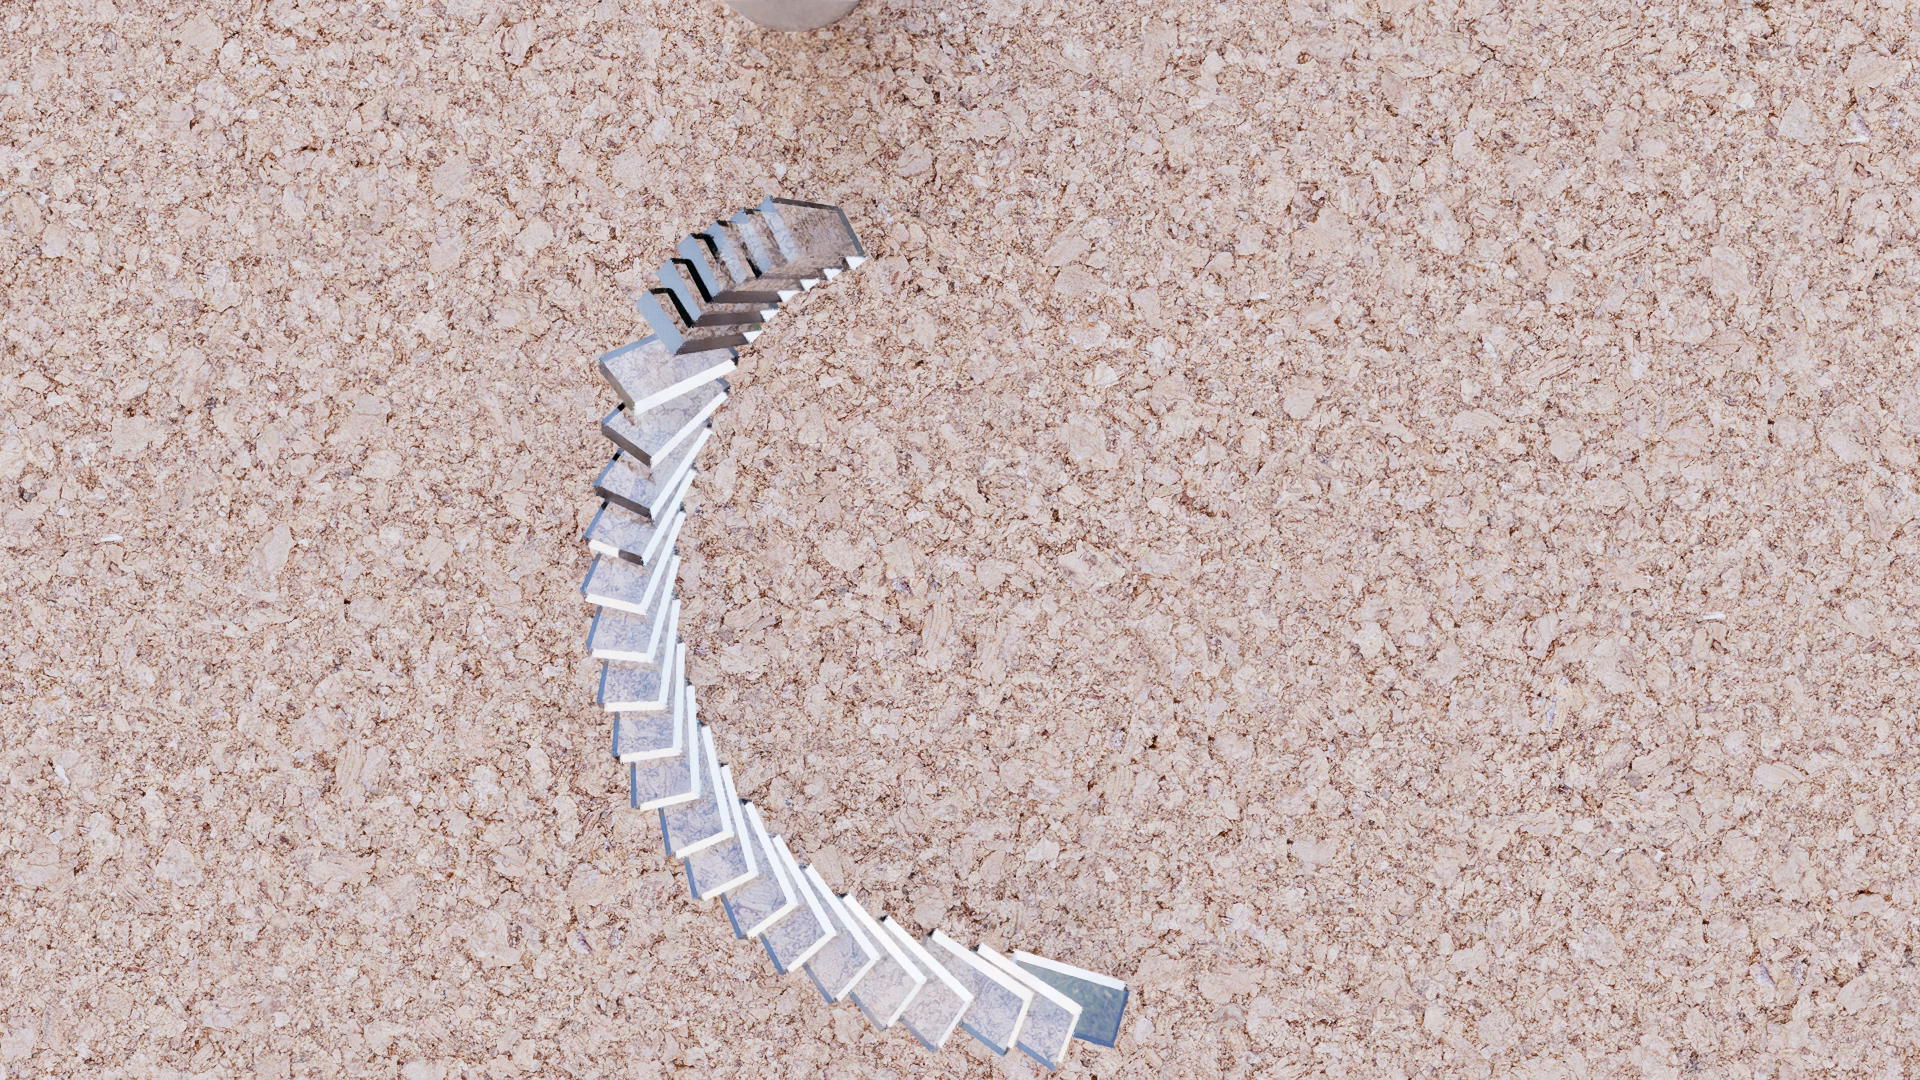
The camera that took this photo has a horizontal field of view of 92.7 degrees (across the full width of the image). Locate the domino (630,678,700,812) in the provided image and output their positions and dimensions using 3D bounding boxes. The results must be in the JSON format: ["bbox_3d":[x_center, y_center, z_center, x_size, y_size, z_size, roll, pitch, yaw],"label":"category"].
[{"bbox_3d":[-0.124,0.085,0.383,0.025,0.010,0.050,-13,60,0],"label":"domino"}]

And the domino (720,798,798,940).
[{"bbox_3d":[-0.090,0.137,0.383,0.025,0.009,0.050,-35,60,0],"label":"domino"}]

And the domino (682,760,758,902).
[{"bbox_3d":[-0.104,0.121,0.383,0.025,0.010,0.050,-26,60,0],"label":"domino"}]

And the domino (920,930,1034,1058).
[{"bbox_3d":[0.003,0.189,0.384,0.050,0.009,0.025,22,92,28],"label":"domino"}]

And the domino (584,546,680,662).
[{"bbox_3d":[-0.136,0.025,0.383,0.025,0.010,0.050,5,60,0],"label":"domino"}]

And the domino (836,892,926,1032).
[{"bbox_3d":[-0.040,0.176,0.384,0.050,0.010,0.025,37,90,28],"label":"domino"}]

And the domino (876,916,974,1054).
[{"bbox_3d":[-0.021,0.185,0.384,0.050,0.009,0.025,33,90,28],"label":"domino"}]

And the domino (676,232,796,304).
[{"bbox_3d":[-0.090,-0.111,0.376,0.010,0.050,0.025,-28,90,30],"label":"domino"}]

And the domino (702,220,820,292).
[{"bbox_3d":[-0.080,-0.116,0.376,0.009,0.050,0.025,-28,90,30],"label":"domino"}]

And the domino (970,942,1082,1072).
[{"bbox_3d":[0.023,0.194,0.383,0.050,0.010,0.025,21,92,28],"label":"domino"}]

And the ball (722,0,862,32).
[{"bbox_3d":[-0.068,-0.245,0.360,0.080,0.080,0.080,0,90,0],"label":"ball"}]

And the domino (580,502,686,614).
[{"bbox_3d":[-0.136,0.004,0.383,0.025,0.009,0.050,13,60,0],"label":"domino"}]

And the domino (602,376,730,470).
[{"bbox_3d":[-0.122,-0.055,0.382,0.025,0.010,0.050,35,57,0],"label":"domino"}]

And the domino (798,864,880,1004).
[{"bbox_3d":[-0.059,0.164,0.384,0.025,0.010,0.050,-47,62,0],"label":"domino"}]

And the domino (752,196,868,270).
[{"bbox_3d":[-0.060,-0.125,0.376,0.010,0.050,0.025,-28,90,30],"label":"domino"}]

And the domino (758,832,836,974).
[{"bbox_3d":[-0.076,0.151,0.383,0.025,0.010,0.050,-41,60,0],"label":"domino"}]

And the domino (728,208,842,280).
[{"bbox_3d":[-0.070,-0.121,0.376,0.009,0.050,0.025,-28,90,30],"label":"domino"}]

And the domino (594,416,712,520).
[{"bbox_3d":[-0.127,-0.035,0.383,0.025,0.009,0.050,24,60,0],"label":"domino"}]

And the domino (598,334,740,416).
[{"bbox_3d":[-0.120,-0.074,0.381,0.050,0.009,0.025,-34,80,-31],"label":"domino"}]

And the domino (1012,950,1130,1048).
[{"bbox_3d":[0.045,0.198,0.395,0.050,0.010,0.025,16,90,0],"label":"domino"}]

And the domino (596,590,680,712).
[{"bbox_3d":[-0.134,0.046,0.383,0.025,0.010,0.050,-2,60,0],"label":"domino"}]

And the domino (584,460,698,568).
[{"bbox_3d":[-0.133,-0.016,0.383,0.025,0.010,0.050,19,60,0],"label":"domino"}]

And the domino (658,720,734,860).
[{"bbox_3d":[-0.114,0.104,0.383,0.025,0.009,0.050,-23,60,0],"label":"domino"}]

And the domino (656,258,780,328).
[{"bbox_3d":[-0.098,-0.102,0.376,0.009,0.050,0.025,-30,90,30],"label":"domino"}]

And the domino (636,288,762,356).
[{"bbox_3d":[-0.106,-0.091,0.376,0.009,0.050,0.025,-36,89,30],"label":"domino"}]

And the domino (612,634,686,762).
[{"bbox_3d":[-0.130,0.066,0.383,0.025,0.009,0.050,-8,60,0],"label":"domino"}]
